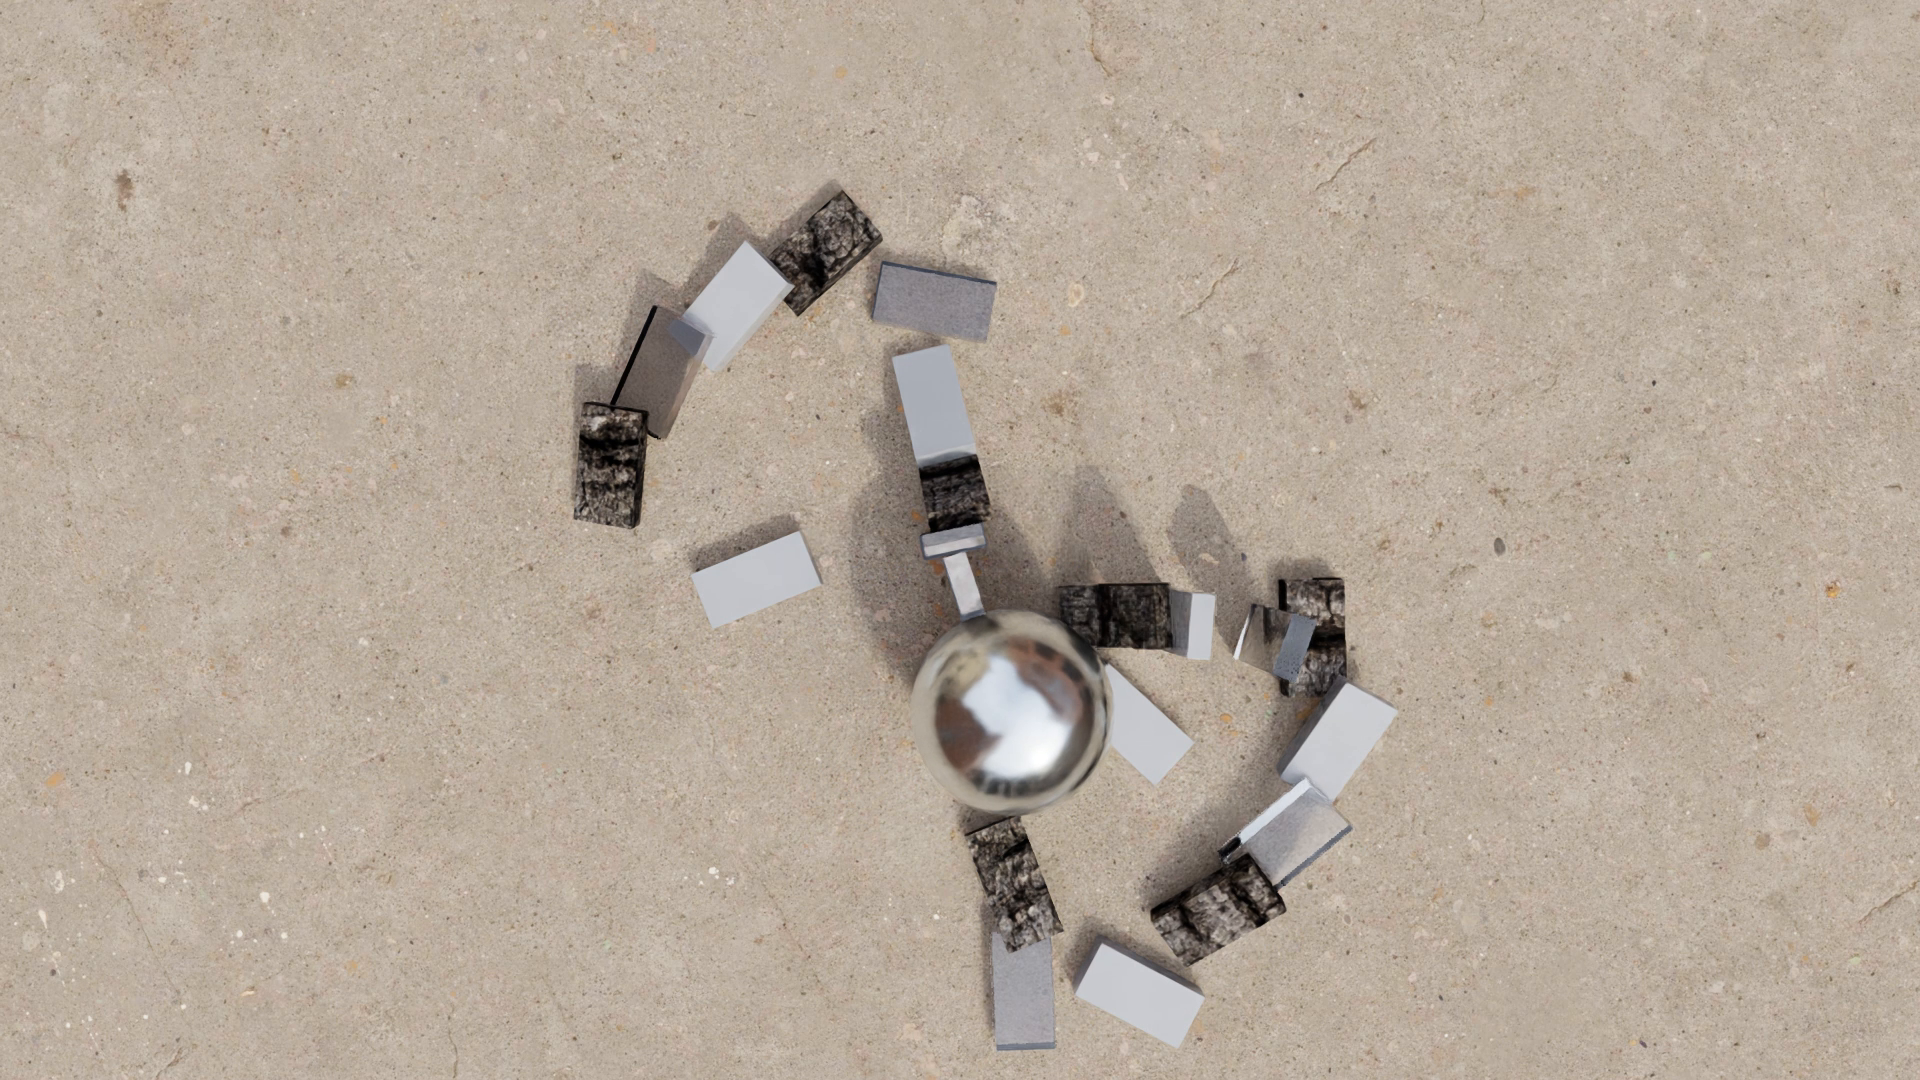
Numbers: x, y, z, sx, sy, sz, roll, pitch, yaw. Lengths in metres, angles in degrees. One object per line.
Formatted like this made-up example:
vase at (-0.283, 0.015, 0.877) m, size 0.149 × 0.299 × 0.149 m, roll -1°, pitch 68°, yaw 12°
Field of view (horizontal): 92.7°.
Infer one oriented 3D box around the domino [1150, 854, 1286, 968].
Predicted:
domino at (0.109, 0.158, 0.390) m, size 0.050 × 0.010 × 0.025 m, roll -36°, pitch 92°, yaw 13°

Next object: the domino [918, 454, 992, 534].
domino at (-0.003, -0.024, 0.377) m, size 0.025 × 0.050 × 0.010 m, roll -12°, pitch 127°, yaw 0°

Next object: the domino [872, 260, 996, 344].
domino at (-0.011, -0.102, 0.395) m, size 0.050 × 0.010 × 0.025 m, roll 10°, pitch 90°, yaw 0°

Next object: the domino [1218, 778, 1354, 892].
domino at (0.138, 0.128, 0.390) m, size 0.025 × 0.009 × 0.050 m, roll 44°, pitch 102°, yaw 0°

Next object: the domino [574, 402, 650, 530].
domino at (-0.148, -0.032, 0.390) m, size 0.025 × 0.010 × 0.050 m, roll 10°, pitch 103°, yaw 0°

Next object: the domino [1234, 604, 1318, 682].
domino at (0.128, 0.041, 0.375) m, size 0.010 × 0.050 × 0.025 m, roll 20°, pitch 90°, yaw 0°

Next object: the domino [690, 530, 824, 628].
domino at (-0.087, 0.017, 0.395) m, size 0.050 × 0.009 × 0.025 m, roll -22°, pitch 90°, yaw 0°

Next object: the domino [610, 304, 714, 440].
domino at (-0.127, -0.071, 0.389) m, size 0.025 × 0.010 × 0.050 m, roll 30°, pitch 104°, yaw 0°

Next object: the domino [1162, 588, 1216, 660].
domino at (0.088, 0.033, 0.375) m, size 0.010 × 0.050 × 0.025 m, roll 5°, pitch 90°, yaw -10°

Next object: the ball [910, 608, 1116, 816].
ball at (0.021, 0.067, 0.360) m, size 0.080 × 0.080 × 0.080 m, roll 0°, pitch 90°, yaw 0°

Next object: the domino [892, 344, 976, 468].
domino at (-0.011, -0.057, 0.386) m, size 0.025 × 0.010 × 0.050 m, roll -14°, pitch 67°, yaw 0°

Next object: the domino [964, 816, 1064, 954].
domino at (0.023, 0.145, 0.390) m, size 0.025 × 0.009 × 0.050 m, roll -21°, pitch 79°, yaw -4°

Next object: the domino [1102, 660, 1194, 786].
domino at (0.073, 0.079, 0.395) m, size 0.050 × 0.010 × 0.025 m, roll 43°, pitch 90°, yaw 0°

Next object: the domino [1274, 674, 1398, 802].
domino at (0.159, 0.085, 0.389) m, size 0.025 × 0.009 × 0.050 m, roll 29°, pitch 104°, yaw -1°

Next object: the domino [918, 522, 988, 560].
domino at (-0.003, 0.000, 0.375) m, size 0.025 × 0.050 × 0.010 m, roll -12°, pitch 92°, yaw 0°

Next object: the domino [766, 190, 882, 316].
domino at (-0.061, -0.123, 0.395) m, size 0.050 × 0.010 × 0.025 m, roll -42°, pitch 90°, yaw 0°

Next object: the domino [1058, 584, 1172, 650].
domino at (0.063, 0.031, 0.378) m, size 0.010 × 0.050 × 0.025 m, roll -4°, pitch 90°, yaw -42°

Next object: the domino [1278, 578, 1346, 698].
domino at (0.152, 0.042, 0.395) m, size 0.025 × 0.009 × 0.050 m, roll -1°, pitch 90°, yaw 0°

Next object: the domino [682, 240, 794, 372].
domino at (-0.097, -0.099, 0.390) m, size 0.025 × 0.009 × 0.050 m, roll 45°, pitch 103°, yaw 0°

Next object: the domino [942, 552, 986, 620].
domino at (0.001, 0.018, 0.375) m, size 0.009 × 0.050 × 0.025 m, roll -18°, pitch 90°, yaw 0°

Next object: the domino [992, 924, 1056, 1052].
domino at (0.027, 0.192, 0.395) m, size 0.025 × 0.010 × 0.050 m, roll -2°, pitch 90°, yaw 0°

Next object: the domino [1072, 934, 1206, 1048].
domino at (0.077, 0.194, 0.395) m, size 0.050 × 0.010 × 0.025 m, roll 28°, pitch 90°, yaw 0°
